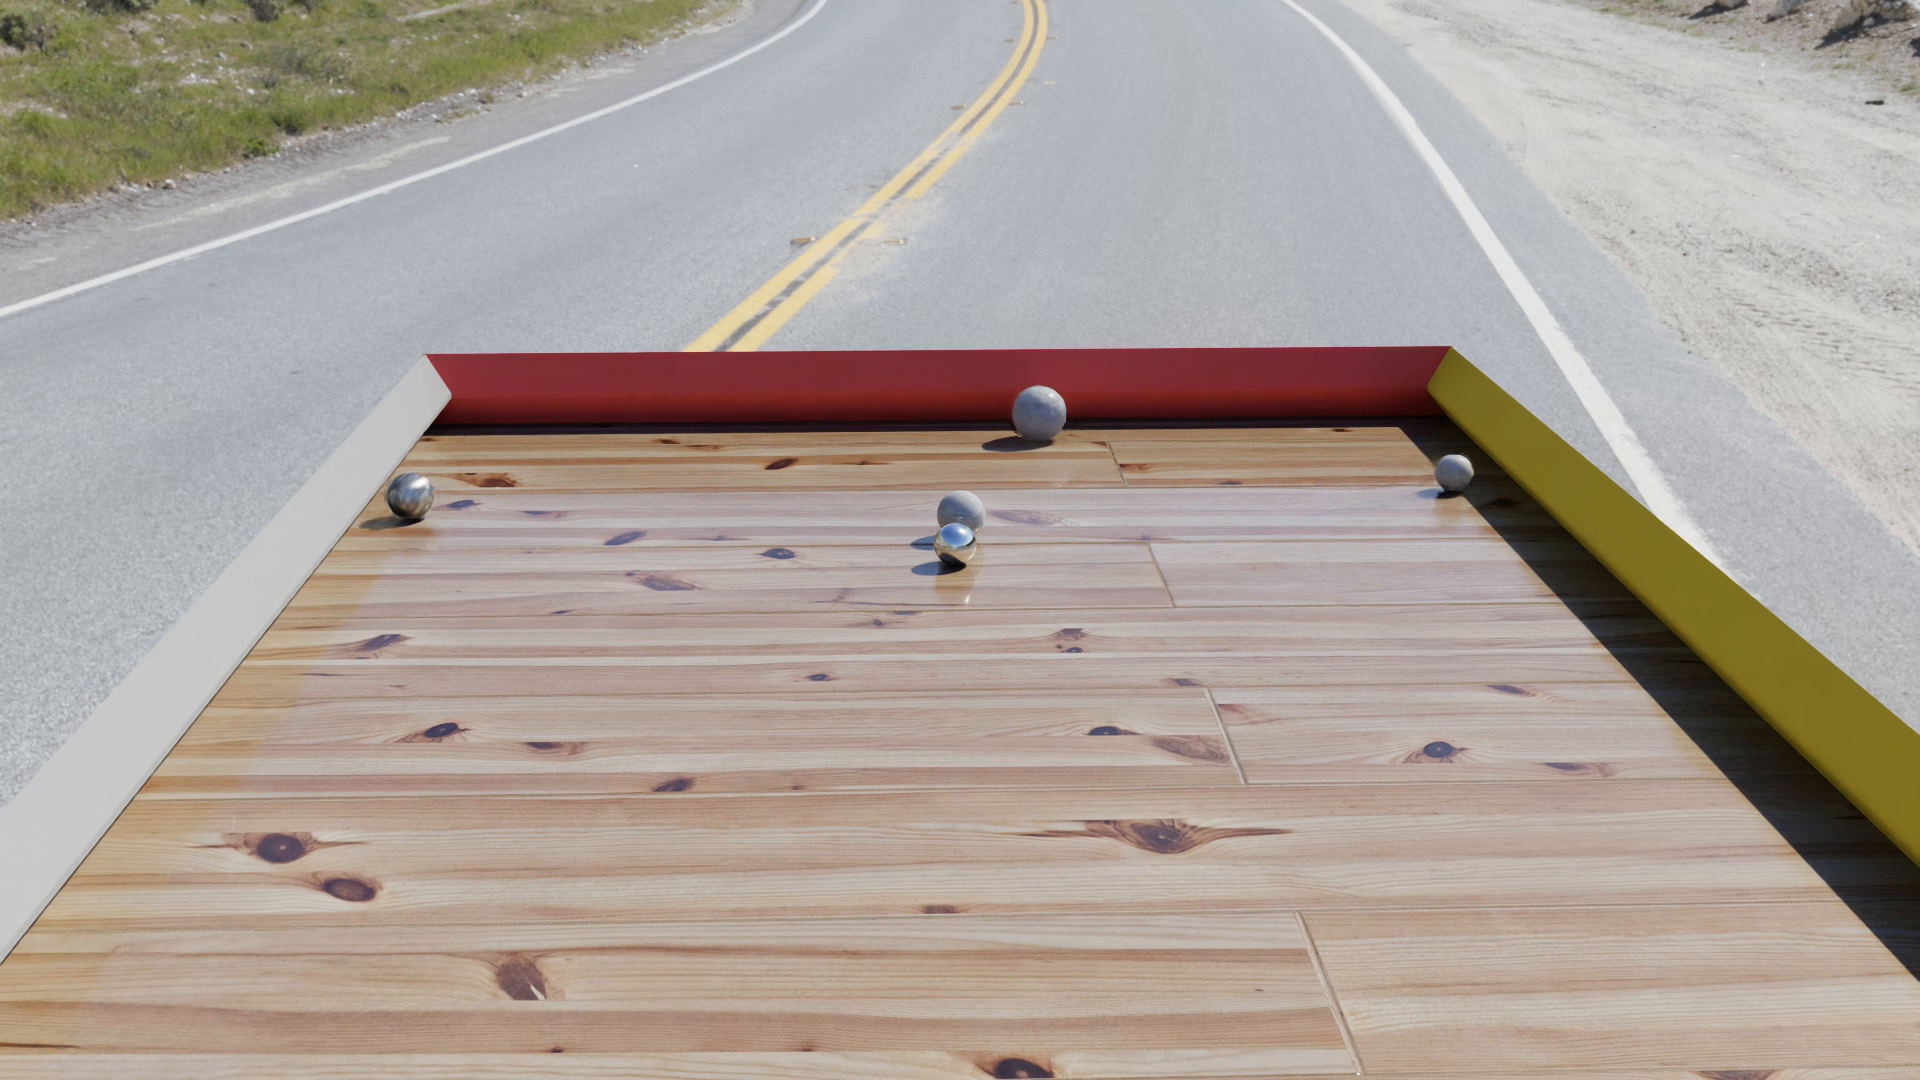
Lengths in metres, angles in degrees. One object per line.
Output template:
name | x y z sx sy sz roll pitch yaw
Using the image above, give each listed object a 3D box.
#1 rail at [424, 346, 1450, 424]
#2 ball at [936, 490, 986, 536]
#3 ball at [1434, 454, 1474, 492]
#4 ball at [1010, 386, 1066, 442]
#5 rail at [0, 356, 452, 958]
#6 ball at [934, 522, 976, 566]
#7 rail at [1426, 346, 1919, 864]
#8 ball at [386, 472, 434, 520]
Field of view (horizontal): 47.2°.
rail | -0.026 -0.226 3.270 1.533 0.105 0.045 -1 17 -2
ball | 0.001 -0.031 2.710 0.061 0.061 0.061 0 17 0
ball | 0.656 -0.089 2.919 0.050 0.050 0.050 0 17 0
ball | 0.113 -0.183 3.173 0.081 0.081 0.081 0 17 0
rail | -0.715 0.197 1.885 0.045 0.105 2.891 -1 17 -2
ball | -0.006 0.005 2.609 0.051 0.051 0.051 0 17 0
rail | 0.769 0.181 1.938 0.045 0.105 2.891 -1 17 -2
ball | -0.698 -0.056 2.793 0.060 0.060 0.060 0 17 0
